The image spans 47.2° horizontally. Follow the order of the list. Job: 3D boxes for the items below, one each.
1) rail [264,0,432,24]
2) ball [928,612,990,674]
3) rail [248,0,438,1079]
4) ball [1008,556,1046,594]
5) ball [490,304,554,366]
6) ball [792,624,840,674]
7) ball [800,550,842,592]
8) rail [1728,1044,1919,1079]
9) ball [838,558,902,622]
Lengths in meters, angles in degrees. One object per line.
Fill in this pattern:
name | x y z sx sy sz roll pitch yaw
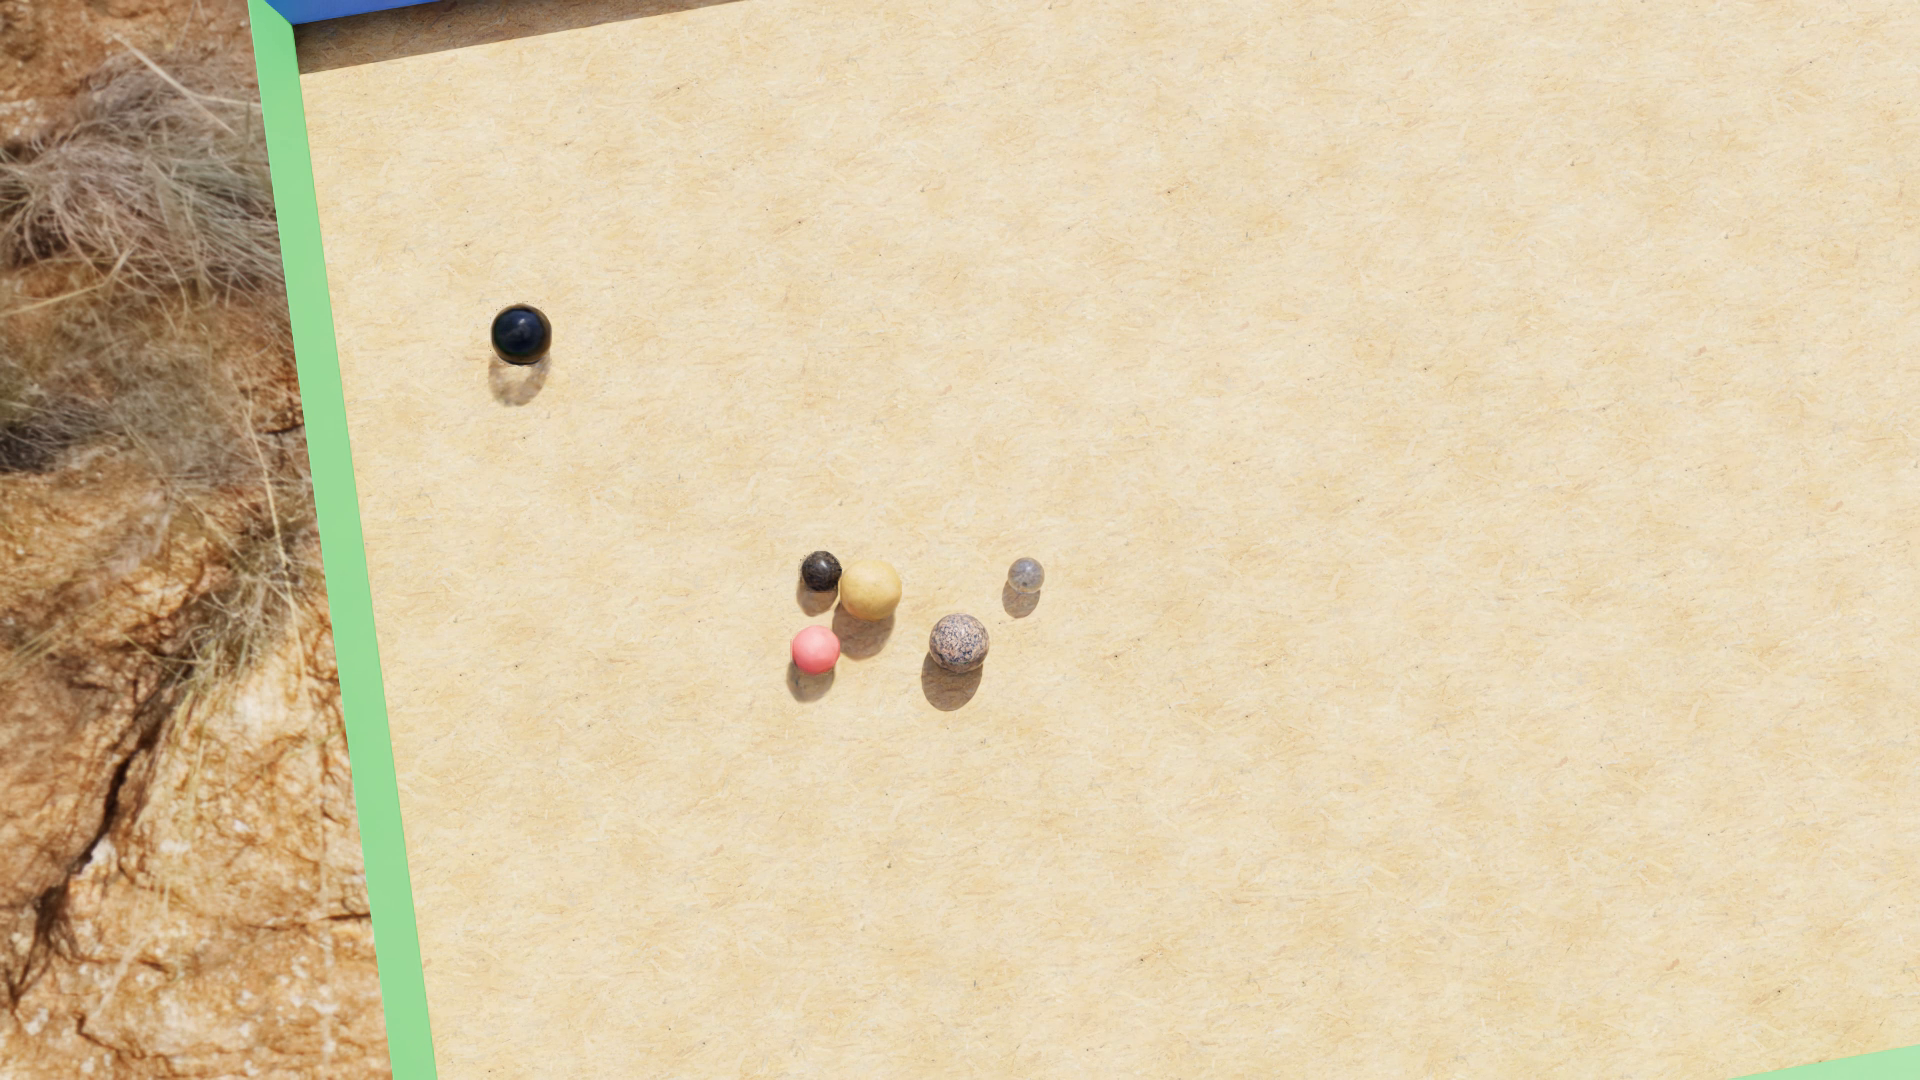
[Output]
rail | 0.731 -1.114 3.403 3.654 0.122 0.045 -10 82 -1
ball | -0.001 0.152 3.236 0.090 0.090 0.090 0 82 0
rail | -0.876 0.149 3.219 0.045 0.122 2.004 -10 82 -1
ball | 0.099 0.053 3.267 0.057 0.057 0.057 0 82 0
ball | -0.658 -0.308 3.301 0.094 0.094 0.094 0 82 0
ball | -0.212 0.161 3.243 0.072 0.072 0.072 0 82 0
ball | -0.206 0.046 3.265 0.061 0.061 0.061 0 82 0
rail | 1.069 0.794 3.125 3.654 0.122 0.045 -10 82 -1
ball | -0.132 0.073 3.245 0.094 0.094 0.094 0 82 0
